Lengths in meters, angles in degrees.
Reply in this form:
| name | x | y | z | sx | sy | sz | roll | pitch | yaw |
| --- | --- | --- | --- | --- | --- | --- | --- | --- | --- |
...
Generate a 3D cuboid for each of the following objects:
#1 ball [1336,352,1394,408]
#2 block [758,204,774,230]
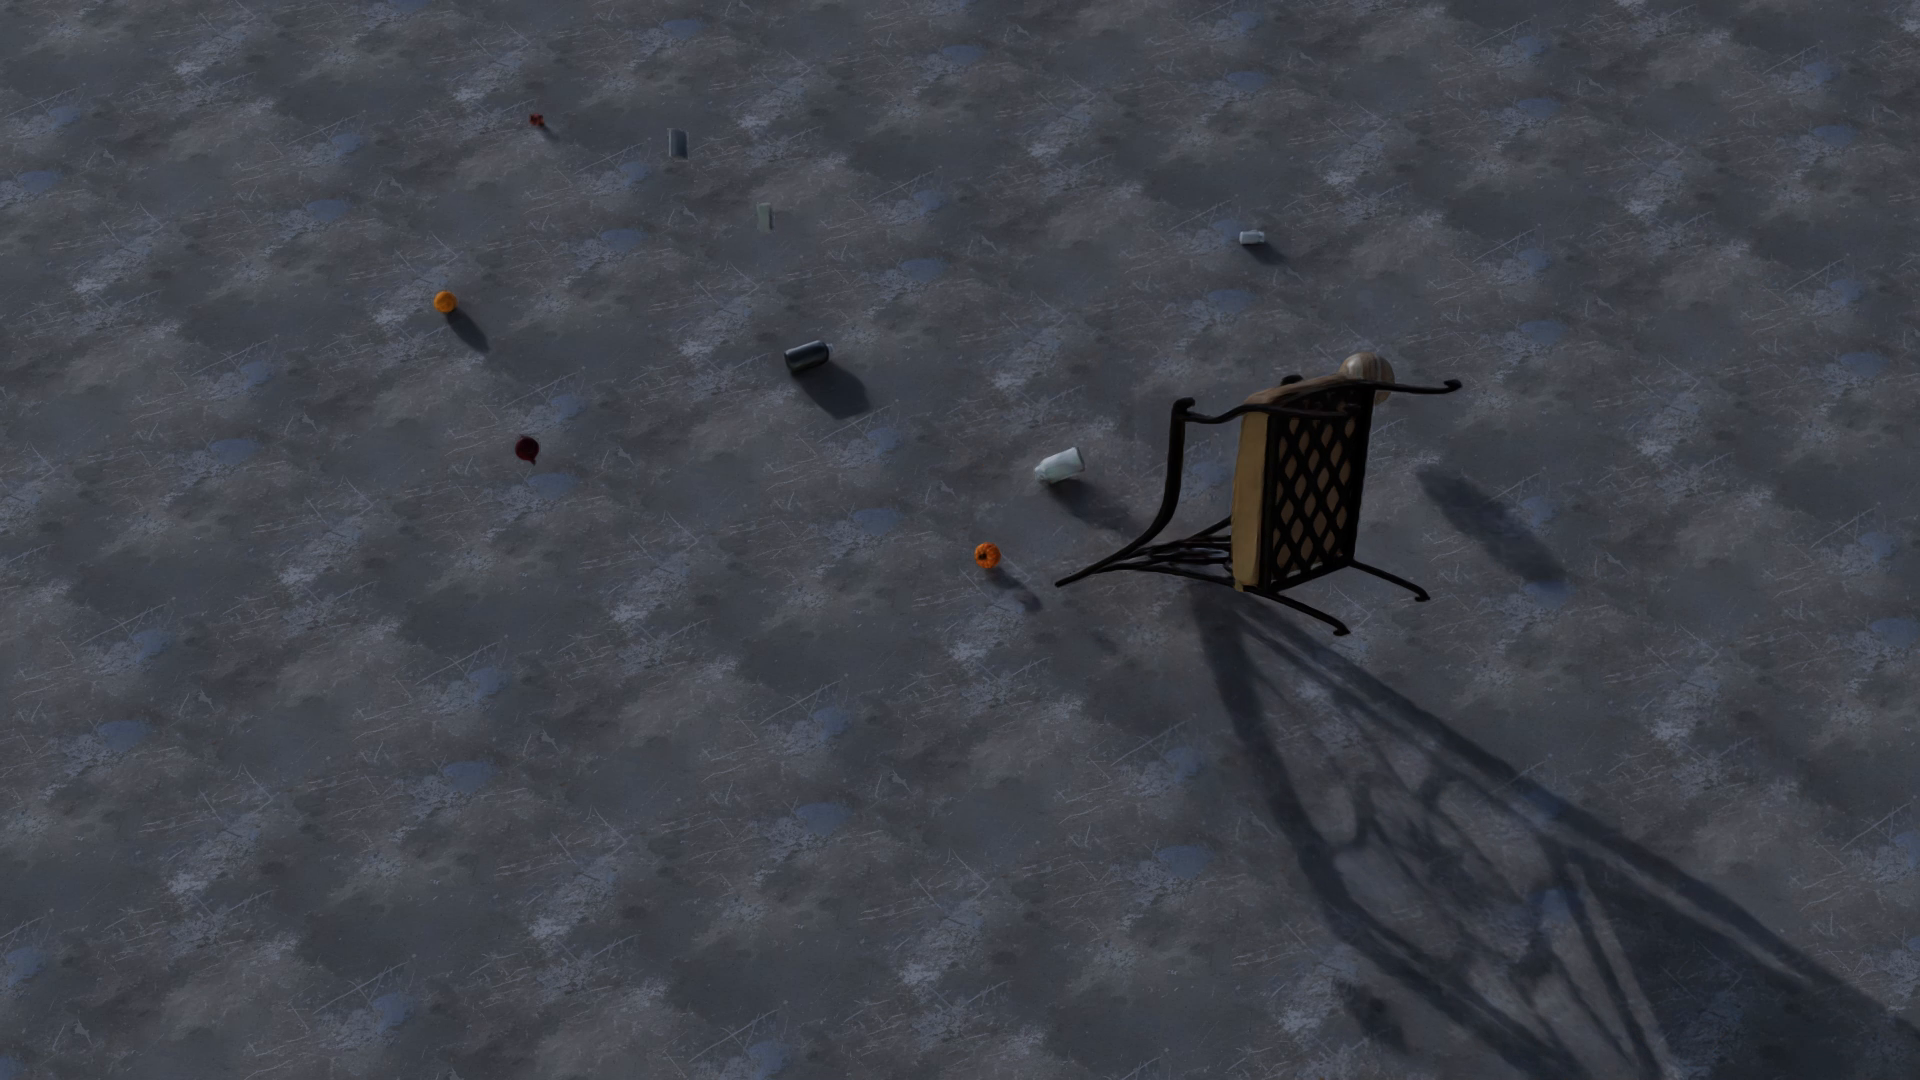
| name | x | y | z | sx | sy | sz | roll | pitch | yaw |
| --- | --- | --- | --- | --- | --- | --- | --- | --- | --- |
| ball | 1.235 | -0.489 | 6.697 | 0.172 | 0.172 | 0.172 | 0 | 56 | 0 |
| block | -0.588 | -0.976 | 6.644 | 0.033 | 0.078 | 0.028 | 2 | 23 | 19 |
